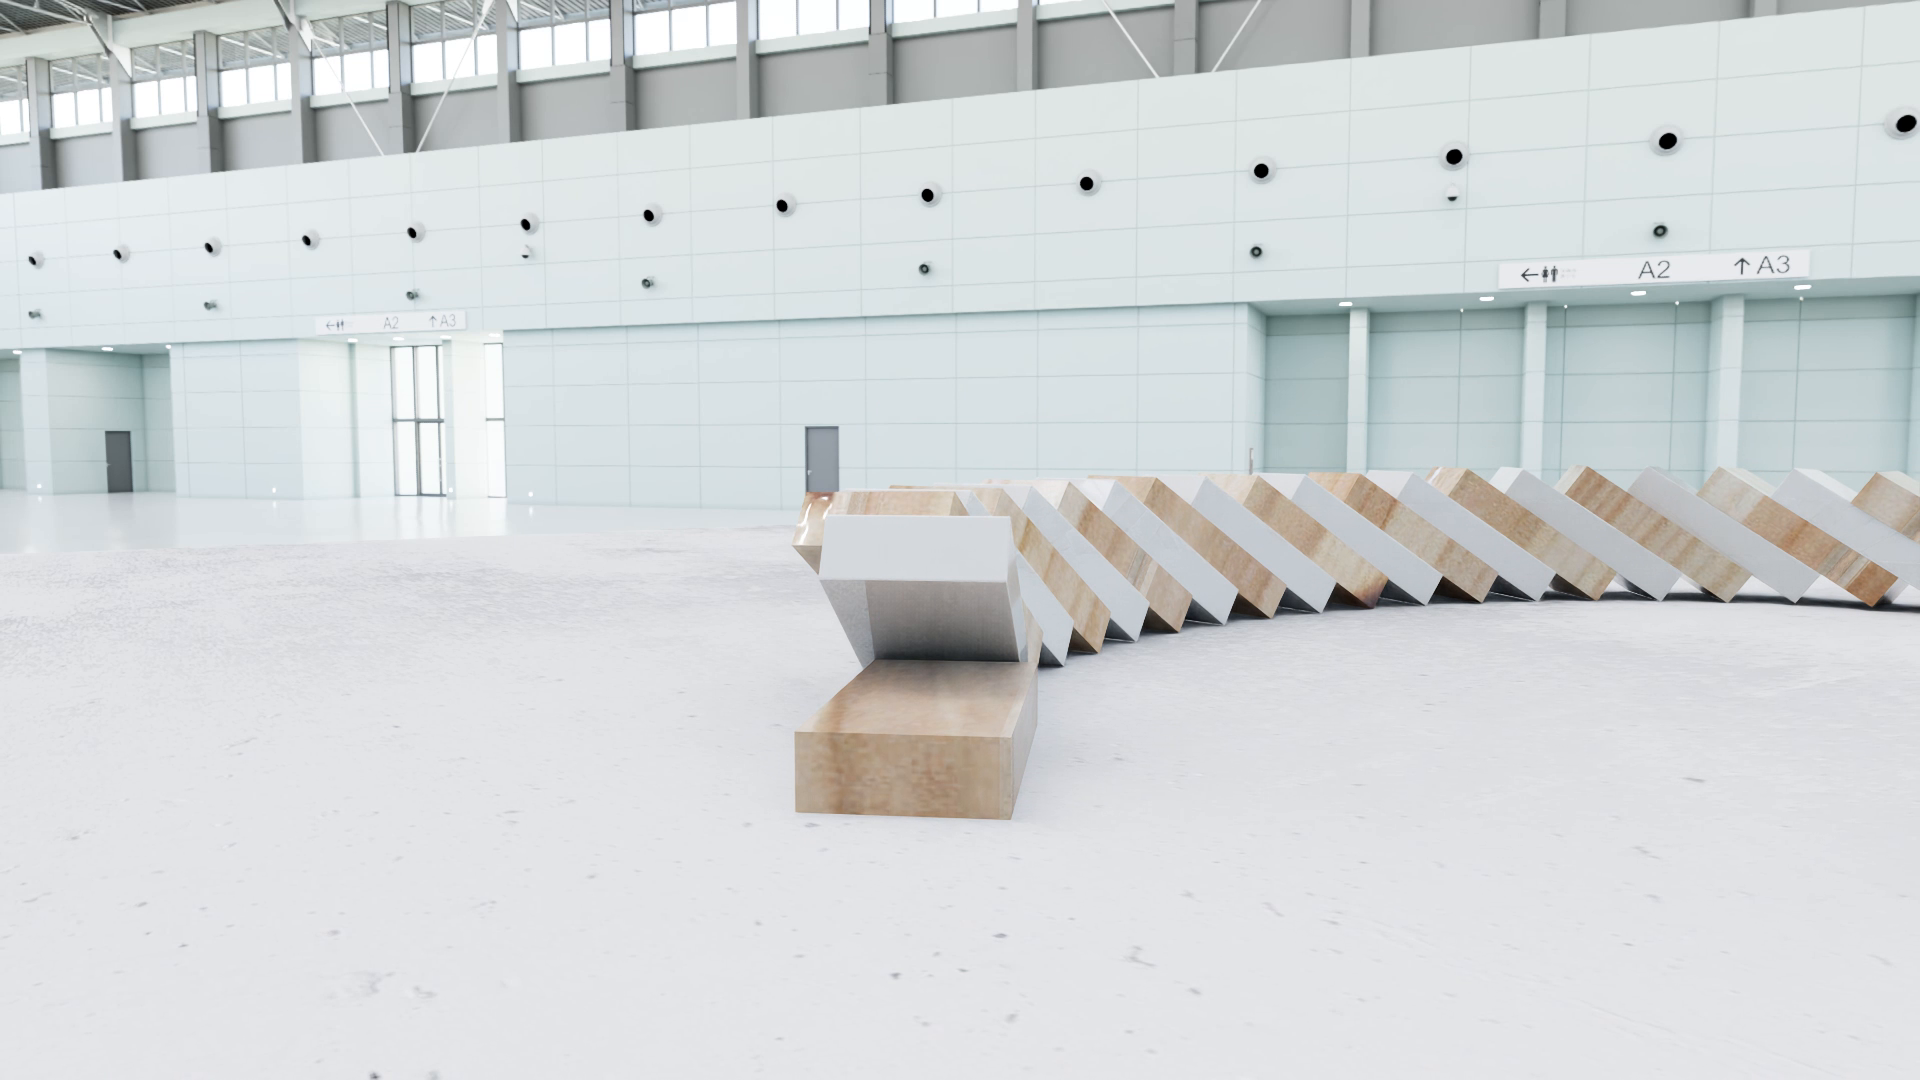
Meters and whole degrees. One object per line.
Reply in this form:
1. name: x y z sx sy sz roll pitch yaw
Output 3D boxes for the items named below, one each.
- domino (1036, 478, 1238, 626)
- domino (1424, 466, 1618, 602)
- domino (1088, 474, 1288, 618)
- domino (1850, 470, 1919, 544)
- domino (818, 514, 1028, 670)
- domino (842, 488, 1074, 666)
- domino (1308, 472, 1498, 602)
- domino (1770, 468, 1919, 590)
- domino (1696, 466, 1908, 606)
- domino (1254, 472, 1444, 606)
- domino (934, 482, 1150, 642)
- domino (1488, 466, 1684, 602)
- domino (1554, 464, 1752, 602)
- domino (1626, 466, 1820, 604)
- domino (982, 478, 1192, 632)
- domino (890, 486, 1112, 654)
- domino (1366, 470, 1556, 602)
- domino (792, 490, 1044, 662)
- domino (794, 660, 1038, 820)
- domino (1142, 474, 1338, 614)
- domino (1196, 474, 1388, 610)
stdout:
1. domino: 0.040 0.003 0.298 0.050 0.010 0.025 37 -20 -35
2. domino: 0.154 -0.002 0.358 0.050 0.010 0.025 34 4 -2
3. domino: 0.053 0.002 0.311 0.050 0.009 0.025 35 -15 -29
4. domino: 0.252 0.001 0.319 0.025 0.009 0.050 -4 39 -43
5. domino: -0.004 0.012 0.193 0.025 0.010 0.050 1 -25 6
6. domino: 0.000 0.008 0.233 0.025 0.010 0.050 2 -28 29
7. domino: 0.118 -0.001 0.348 0.050 0.009 0.025 32 -5 -15
8. domino: 0.241 -0.001 0.334 0.025 0.010 0.050 -2 37 -44
9. domino: 0.229 -0.002 0.347 0.025 0.009 0.050 -1 37 -44
10. domino: 0.101 0.000 0.341 0.050 0.009 0.025 33 -6 -17
11. domino: 0.016 0.005 0.268 0.025 0.009 0.050 4 -27 41
12. domino: 0.173 -0.002 0.360 0.050 0.009 0.025 35 9 6
13. domino: 0.192 -0.003 0.359 0.050 0.010 0.025 37 13 11
14. domino: 0.213 -0.002 0.357 0.050 0.010 0.025 42 25 27
15. domino: 0.027 0.004 0.284 0.025 0.010 0.050 4 -26 47
16. domino: 0.008 0.006 0.251 0.025 0.010 0.050 3 -27 34
17. domino: 0.136 -0.002 0.354 0.050 0.010 0.025 33 -1 -9
18. domino: -0.005 0.009 0.214 0.025 0.010 0.050 1 -29 22
19. domino: -0.004 0.025 0.171 0.025 0.010 0.050 1 4 7
20. domino: 0.068 0.001 0.322 0.050 0.009 0.025 34 -12 -26
21. domino: 0.084 0.000 0.332 0.050 0.009 0.025 34 -10 -23
